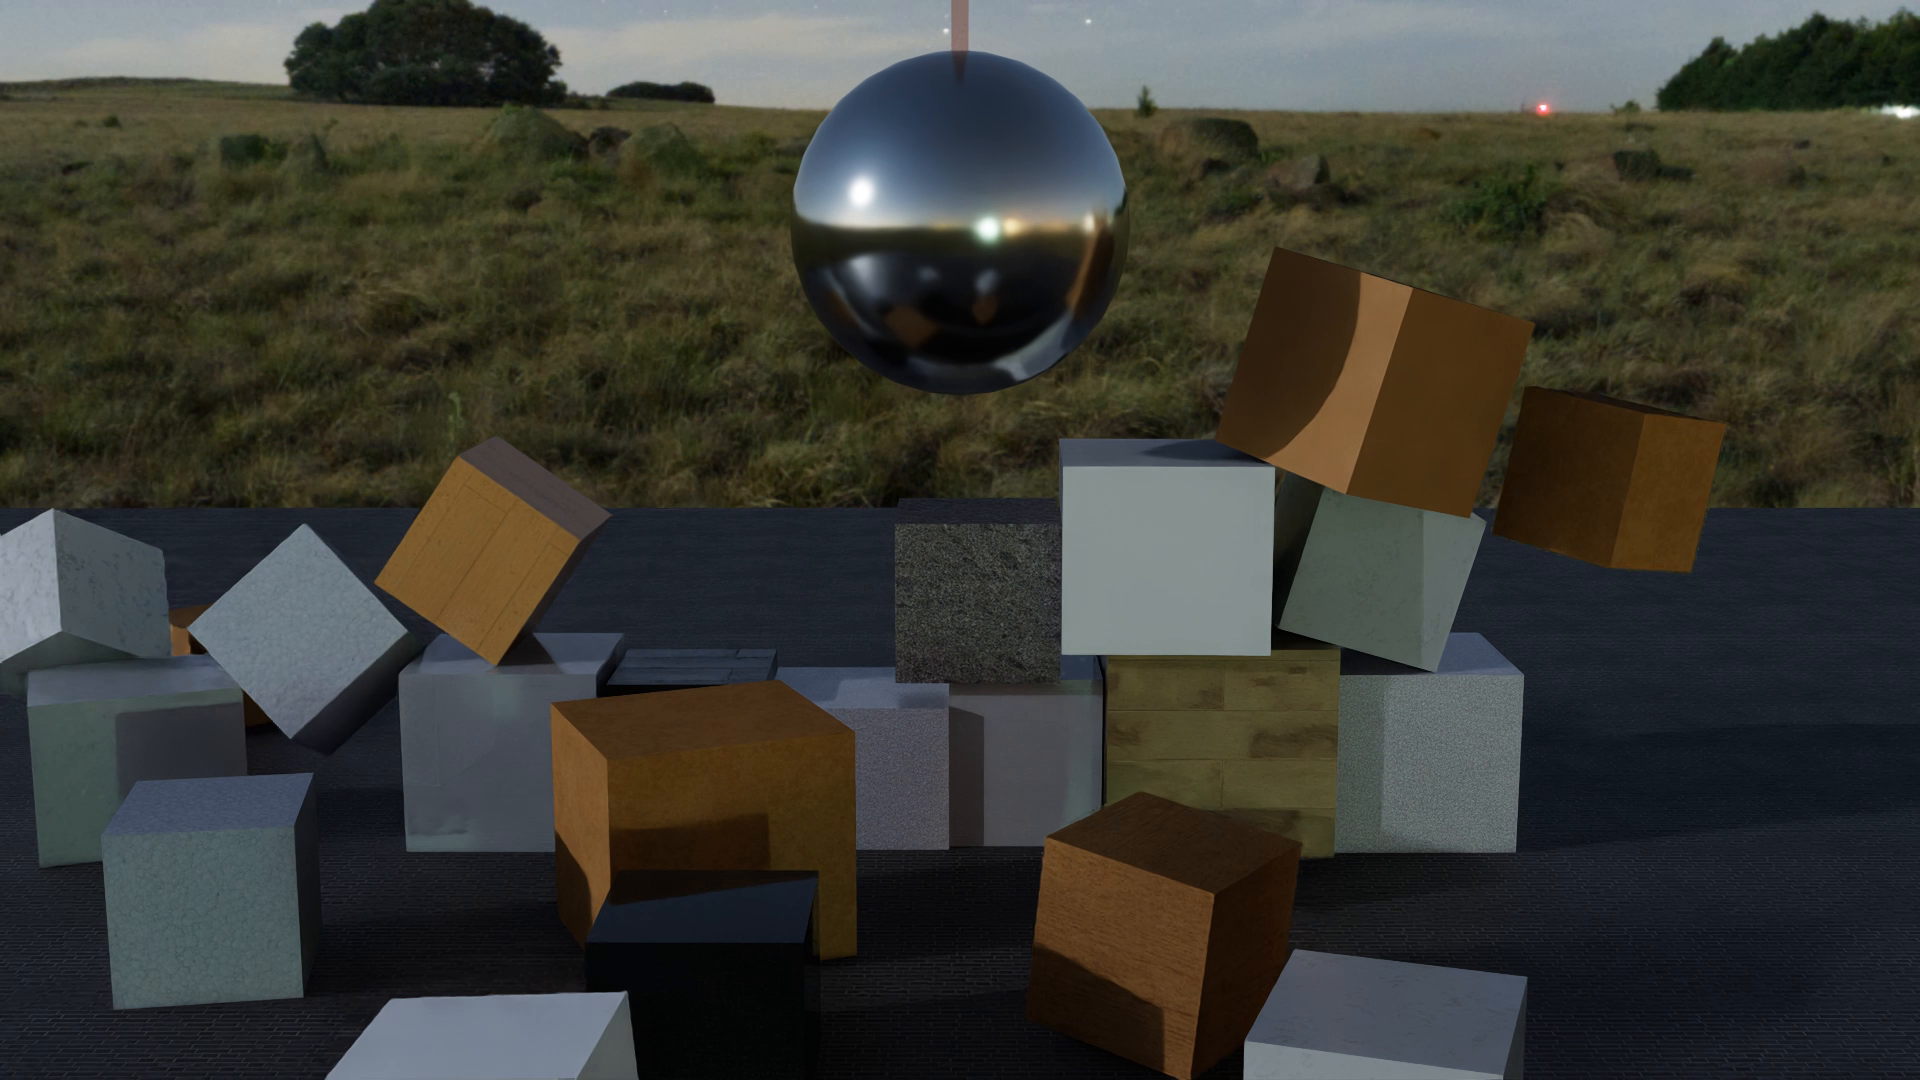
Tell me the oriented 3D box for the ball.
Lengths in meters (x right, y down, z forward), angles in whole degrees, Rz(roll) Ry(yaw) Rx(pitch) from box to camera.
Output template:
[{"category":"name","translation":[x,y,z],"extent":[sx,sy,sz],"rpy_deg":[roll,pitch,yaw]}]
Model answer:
[{"category":"ball","translation":[0.000,-1.479,10.319],"extent":[1.600,1.600,1.600],"rpy_deg":[0,10,0]}]

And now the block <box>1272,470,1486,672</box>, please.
[{"category":"block","translation":[2.051,0.090,11.199],"extent":[0.824,0.787,0.890],"rpy_deg":[16,10,-5]}]

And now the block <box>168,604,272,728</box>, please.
[{"category":"block","translation":[-4.570,0.783,13.404],"extent":[0.612,0.662,0.567],"rpy_deg":[9,14,42]}]

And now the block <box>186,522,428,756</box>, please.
[{"category":"block","translation":[-3.327,0.530,11.380],"extent":[0.777,0.780,0.777],"rpy_deg":[-44,-7,-10]}]

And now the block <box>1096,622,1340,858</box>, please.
[{"category":"block","translation":[1.284,0.961,11.320],"extent":[1.132,1.058,1.056],"rpy_deg":[0,10,-1]}]

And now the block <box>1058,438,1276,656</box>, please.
[{"category":"block","translation":[1.005,0.015,11.002],"extent":[1.005,0.918,0.984],"rpy_deg":[0,10,1]}]

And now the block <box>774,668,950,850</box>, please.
[{"category":"block","translation":[-0.512,1.116,11.384],"extent":[0.916,0.731,0.863],"rpy_deg":[0,10,0]}]

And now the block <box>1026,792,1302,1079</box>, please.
[{"category":"block","translation":[0.806,1.544,8.695],"extent":[0.741,0.770,0.736],"rpy_deg":[15,17,32]}]

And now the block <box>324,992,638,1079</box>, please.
[{"category":"block","translation":[-1.420,1.896,6.633],"extent":[0.768,0.802,0.709],"rpy_deg":[-3,13,7]}]

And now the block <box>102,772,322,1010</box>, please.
[{"category":"block","translation":[-3.163,1.477,9.374],"extent":[0.749,0.740,0.786],"rpy_deg":[-2,10,-10]}]

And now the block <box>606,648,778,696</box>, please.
[{"category":"block","translation":[-1.364,1.062,11.370],"extent":[0.786,0.843,0.779],"rpy_deg":[0,10,0]}]

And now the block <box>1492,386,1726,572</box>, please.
[{"category":"block","translation":[3.247,-0.305,11.019],"extent":[0.690,0.763,0.713],"rpy_deg":[3,12,-39]}]

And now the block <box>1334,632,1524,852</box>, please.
[{"category":"block","translation":[2.317,1.028,11.362],"extent":[0.913,0.911,0.947],"rpy_deg":[0,10,0]}]

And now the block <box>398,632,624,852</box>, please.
[{"category":"block","translation":[-2.280,1.028,11.361],"extent":[0.974,0.913,0.921],"rpy_deg":[0,10,0]}]

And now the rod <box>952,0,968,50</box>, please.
[{"category":"rod","translation":[0.000,-4.867,10.039],"extent":[0.080,5.200,0.080],"rpy_deg":[0,5,0]}]

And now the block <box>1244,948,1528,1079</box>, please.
[{"category":"block","translation":[1.344,1.871,6.927],"extent":[0.759,0.841,0.806],"rpy_deg":[4,11,19]}]

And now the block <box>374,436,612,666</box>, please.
[{"category":"block","translation":[-2.376,0.041,11.270],"extent":[0.732,0.785,0.755],"rpy_deg":[35,10,-4]}]

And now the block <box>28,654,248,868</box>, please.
[{"category":"block","translation":[-4.197,1.099,11.239],"extent":[0.991,0.816,0.847],"rpy_deg":[-4,11,-22]}]

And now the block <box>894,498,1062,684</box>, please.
[{"category":"block","translation":[0.089,0.244,11.165],"extent":[0.813,0.798,0.790],"rpy_deg":[0,10,0]}]

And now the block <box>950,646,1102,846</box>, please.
[{"category":"block","translation":[0.329,1.048,11.385],"extent":[0.765,0.864,0.775],"rpy_deg":[0,10,0]}]

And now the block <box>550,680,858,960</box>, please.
[{"category":"block","translation":[-1.147,1.272,9.750],"extent":[1.084,1.008,1.006],"rpy_deg":[-4,11,-23]}]

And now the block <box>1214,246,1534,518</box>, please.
[{"category":"block","translation":[1.994,-0.762,10.631],"extent":[0.911,0.983,0.911],"rpy_deg":[8,13,-39]}]

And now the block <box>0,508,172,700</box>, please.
[{"category":"block","translation":[-4.758,0.394,11.696],"extent":[0.703,0.713,0.758],"rpy_deg":[-24,-27,19]}]

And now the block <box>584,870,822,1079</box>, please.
[{"category":"block","translation":[-0.943,1.702,8.265],"extent":[0.780,0.694,0.788],"rpy_deg":[0,10,0]}]
